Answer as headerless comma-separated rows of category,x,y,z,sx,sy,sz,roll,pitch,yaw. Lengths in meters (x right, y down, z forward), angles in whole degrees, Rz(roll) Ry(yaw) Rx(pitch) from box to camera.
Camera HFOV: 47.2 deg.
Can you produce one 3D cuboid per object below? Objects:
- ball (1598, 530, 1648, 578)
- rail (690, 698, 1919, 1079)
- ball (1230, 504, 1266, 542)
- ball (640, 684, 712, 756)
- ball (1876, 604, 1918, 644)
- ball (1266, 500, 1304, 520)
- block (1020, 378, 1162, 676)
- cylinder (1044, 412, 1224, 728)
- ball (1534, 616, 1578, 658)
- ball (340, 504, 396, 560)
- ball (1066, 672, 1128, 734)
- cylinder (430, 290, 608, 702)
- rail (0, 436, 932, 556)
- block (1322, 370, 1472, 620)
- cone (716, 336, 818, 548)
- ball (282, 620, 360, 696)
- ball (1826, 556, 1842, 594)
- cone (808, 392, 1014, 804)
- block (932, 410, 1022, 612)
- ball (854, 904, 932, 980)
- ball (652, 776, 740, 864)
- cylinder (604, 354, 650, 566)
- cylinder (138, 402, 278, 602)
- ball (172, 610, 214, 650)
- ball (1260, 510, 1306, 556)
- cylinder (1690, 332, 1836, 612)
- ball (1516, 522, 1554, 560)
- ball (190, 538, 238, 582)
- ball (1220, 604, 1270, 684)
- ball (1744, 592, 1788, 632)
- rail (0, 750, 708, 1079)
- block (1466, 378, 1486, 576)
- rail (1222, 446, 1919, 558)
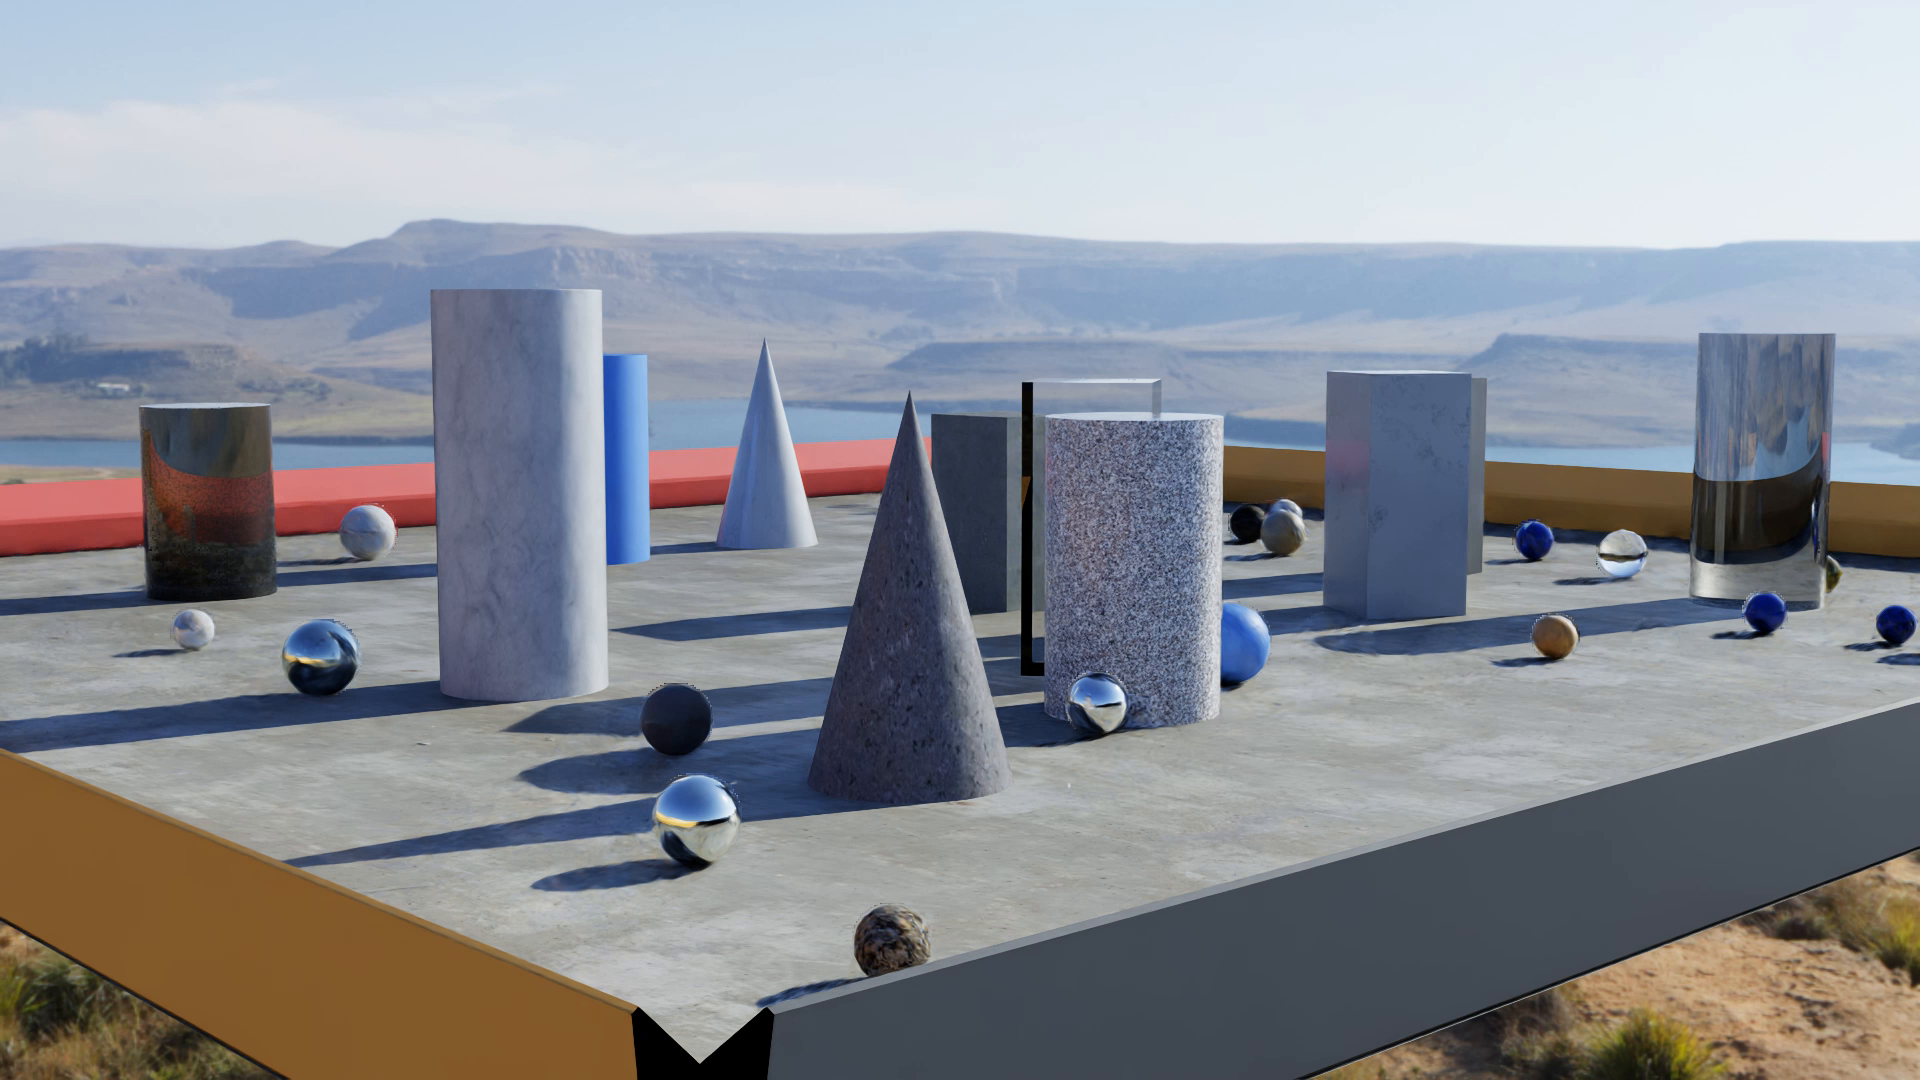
ball,1.103,0.024,3.660,0.080,0.080,0.080,0,6,0
rail,1.110,0.158,2.135,3.391,0.127,0.045,-5,8,-42
ball,0.556,-0.032,4.231,0.072,0.072,0.072,0,6,0
ball,-0.284,0.181,2.204,0.071,0.071,0.071,0,6,0
ball,1.254,0.113,2.944,0.052,0.052,0.052,0,6,0
ball,0.641,-0.044,4.341,0.072,0.072,0.072,0,6,0
block,0.165,-0.019,2.733,0.157,0.358,0.157,1,6,9
cylinder,0.192,0.027,2.436,0.196,0.328,0.196,0,6,0
ball,0.763,0.124,2.816,0.055,0.055,0.055,0,6,0
ball,-1.061,-0.014,3.936,0.098,0.098,0.098,0,6,0
ball,0.144,0.172,2.315,0.064,0.064,0.064,0,6,0
cylinder,-0.516,-0.059,2.584,0.196,0.468,0.196,0,6,0
rail,-1.110,-0.092,4.529,3.391,0.127,0.045,-5,8,-42
block,0.645,-0.071,3.255,0.157,0.354,0.157,-2,6,-14
cone,-0.370,-0.190,4.188,0.196,0.396,0.196,0,6,0
ball,-0.740,0.137,2.545,0.088,0.088,0.088,0,6,0
ball,1.332,0.053,3.406,0.062,0.062,0.062,0,6,0
cone,-0.047,0.044,2.069,0.196,0.371,0.196,0,6,0
block,0.067,-0.048,3.345,0.157,0.288,0.157,6,8,44
ball,-0.045,0.268,1.458,0.052,0.052,0.052,0,6,0
ball,-0.212,0.225,1.772,0.072,0.072,0.072,0,6,0
cylinder,-0.654,-0.147,3.921,0.196,0.365,0.196,0,6,0
cylinder,-1.178,-0.063,3.450,0.196,0.296,0.196,0,6,0
ball,-1.007,0.118,2.887,0.053,0.053,0.053,0,6,0
ball,0.588,-0.013,4.004,0.082,0.082,0.082,0,6,0
cylinder,1.215,-0.108,3.334,0.196,0.410,0.196,0,6,0
ball,1.028,0.001,3.935,0.067,0.067,0.067,0,6,0
ball,-1.219,0.032,3.591,0.074,0.074,0.074,0,6,0
ball,0.322,0.124,2.624,0.096,0.096,0.096,0,6,0
ball,1.115,0.100,3.044,0.056,0.056,0.056,0,6,0
rail,-1.229,0.151,2.204,0.045,0.127,3.322,-5,8,-42
block,0.778,-0.109,3.721,0.157,0.331,0.157,5,8,42
rail,1.229,-0.085,4.459,0.045,0.127,3.322,-5,8,-42
